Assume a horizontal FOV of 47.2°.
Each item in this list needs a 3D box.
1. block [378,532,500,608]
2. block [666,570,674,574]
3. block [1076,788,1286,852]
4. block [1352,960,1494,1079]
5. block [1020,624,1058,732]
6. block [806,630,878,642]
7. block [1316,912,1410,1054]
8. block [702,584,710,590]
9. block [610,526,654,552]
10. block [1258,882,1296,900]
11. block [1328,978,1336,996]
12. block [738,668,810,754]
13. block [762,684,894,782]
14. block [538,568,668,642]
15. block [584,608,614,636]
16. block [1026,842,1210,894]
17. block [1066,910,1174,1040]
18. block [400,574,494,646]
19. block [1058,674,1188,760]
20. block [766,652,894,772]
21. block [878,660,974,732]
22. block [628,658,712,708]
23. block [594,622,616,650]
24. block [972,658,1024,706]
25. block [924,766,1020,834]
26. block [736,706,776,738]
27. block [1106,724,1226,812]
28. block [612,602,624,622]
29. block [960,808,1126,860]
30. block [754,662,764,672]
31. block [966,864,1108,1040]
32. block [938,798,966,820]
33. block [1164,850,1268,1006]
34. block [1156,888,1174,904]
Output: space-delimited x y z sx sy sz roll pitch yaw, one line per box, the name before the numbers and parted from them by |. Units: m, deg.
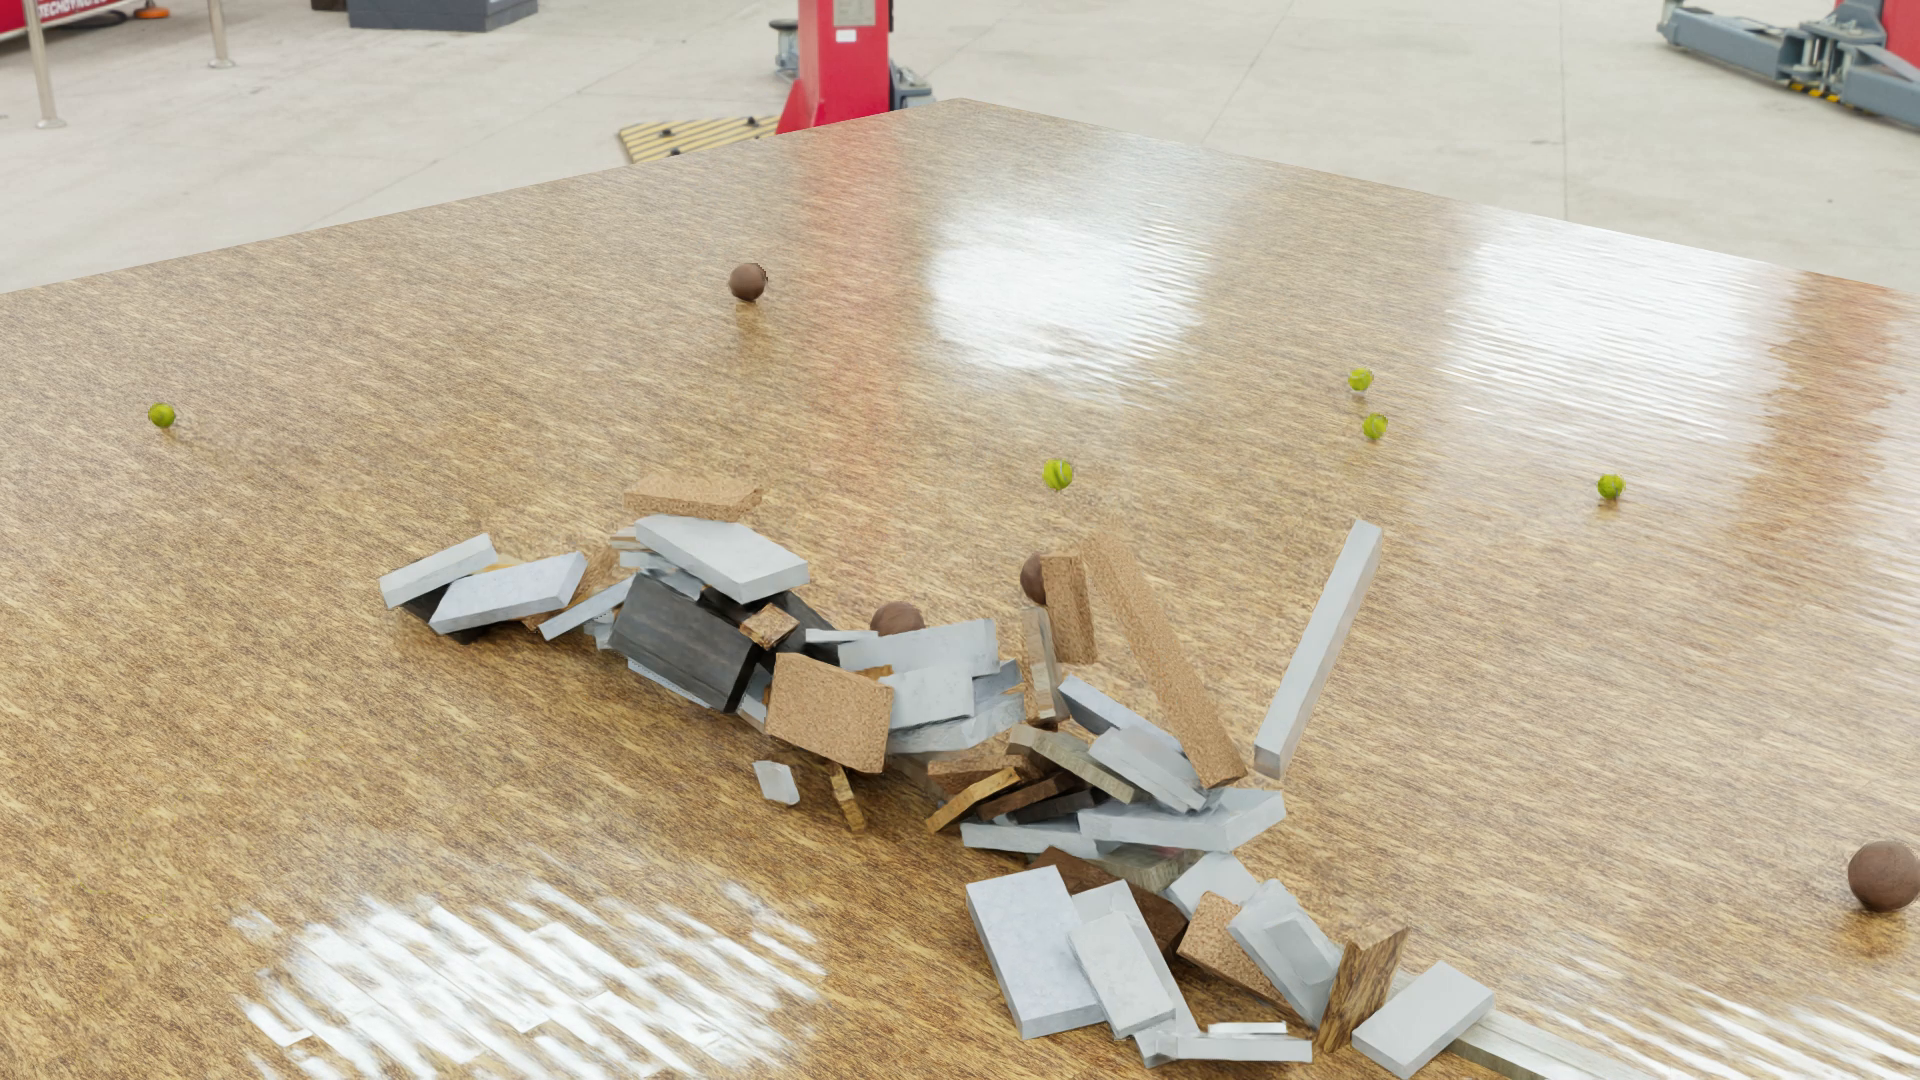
block | -1.250 0.071 5.273 0.278 0.039 0.139 -24 21 -11
block | -0.711 0.110 5.351 0.021 0.075 0.150 -17 45 -43
block | 0.401 0.501 4.006 0.345 0.049 0.172 -2 15 45
block | 0.785 0.811 3.726 0.231 0.033 0.116 -30 37 -29
block | 0.155 0.280 4.304 0.031 0.109 0.218 -14 53 16
block | -0.246 0.201 4.591 0.150 0.021 0.075 1 -7 -2
block | 0.676 0.746 3.696 0.119 0.239 0.034 -18 42 -36
block | -0.443 0.156 4.762 0.225 0.032 0.112 39 42 26
block | -0.663 -0.001 5.012 0.238 0.034 0.119 1 12 9
block | 0.489 0.663 4.035 0.130 0.037 0.261 -15 11 -25
block | 0.674 0.726 3.735 0.065 0.130 0.018 -2 32 -27
block | -0.388 0.337 4.782 0.322 0.046 0.161 31 37 32
block | -0.251 0.381 4.657 0.161 0.046 0.322 -22 43 -40
block | -0.815 0.138 5.036 0.285 0.040 0.143 -27 4 8
block | -0.719 0.204 5.123 0.289 0.041 0.144 13 26 28
block | 0.303 0.593 4.167 0.172 0.049 0.345 -21 14 -37
block | 0.273 0.741 3.759 0.105 0.030 0.211 -19 50 -12
block | -1.222 0.143 5.282 0.294 0.042 0.147 25 56 39
block | 0.322 0.367 4.186 0.283 0.142 0.040 31 73 31
block | -0.263 0.340 4.388 0.048 0.168 0.337 5 6 -40
block | -0.066 0.304 4.261 0.211 0.105 0.030 -14 -19 36
block | -0.611 0.296 5.011 0.144 0.041 0.289 -21 31 -40
block | -0.759 0.212 5.029 0.150 0.021 0.075 -9 28 -11
block | -0.051 0.309 4.456 0.172 0.049 0.344 -24 8 -41
block | 0.023 0.507 4.274 0.108 0.031 0.216 -22 -13 -32
block | -0.456 0.328 4.865 0.144 0.041 0.289 -21 42 -41
block | 0.370 0.408 3.941 0.203 0.029 0.102 33 20 20
block | -0.646 0.164 4.982 0.143 0.040 0.285 -23 21 -39
block | 0.185 0.550 4.260 0.345 0.049 0.172 -2 15 44
block | -0.502 0.223 4.856 0.322 0.046 0.161 6 22 42
block | 0.140 0.724 3.887 0.171 0.049 0.343 -11 36 -12
block | 0.003 0.544 4.463 0.092 0.013 0.046 19 30 38
block | 0.496 0.674 3.867 0.130 0.037 0.261 -37 80 -21
block | 0.359 0.636 4.109 0.261 0.037 0.130 -2 15 45
